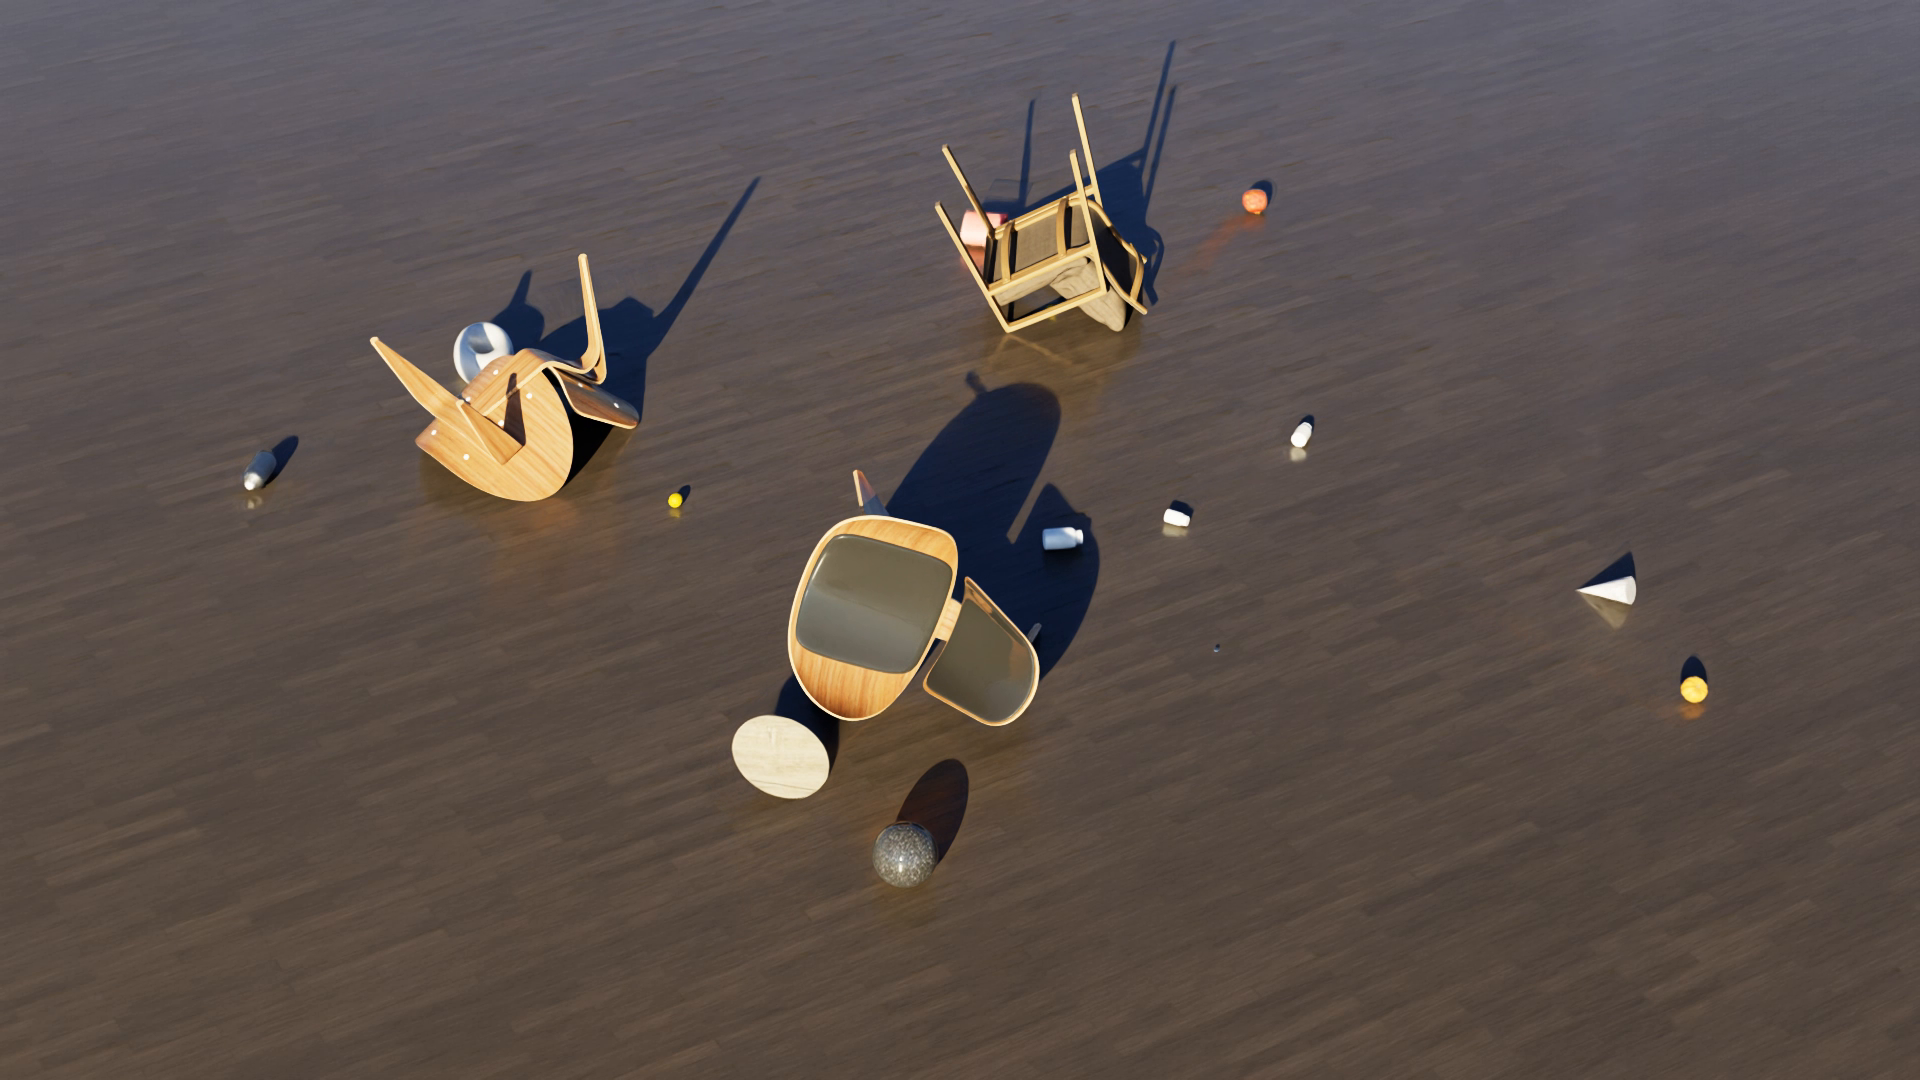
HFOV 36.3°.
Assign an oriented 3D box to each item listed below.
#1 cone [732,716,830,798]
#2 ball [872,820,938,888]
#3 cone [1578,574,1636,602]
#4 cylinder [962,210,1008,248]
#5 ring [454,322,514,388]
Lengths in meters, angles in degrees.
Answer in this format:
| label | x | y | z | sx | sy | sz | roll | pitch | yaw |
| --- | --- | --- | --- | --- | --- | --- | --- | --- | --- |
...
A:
| label | x | y | z | sx | sy | sz | roll | pitch | yaw |
| --- | --- | --- | --- | --- | --- | --- | --- | --- | --- |
| cone | -0.619 | 0.744 | 9.727 | 0.353 | 0.121 | 0.297 | 12 | 57 | -26 |
| ball | -0.173 | 0.991 | 9.248 | 0.212 | 0.212 | 0.212 | 0 | 33 | 0 |
| cone | 2.330 | 0.181 | 10.621 | 0.201 | 0.104 | 0.140 | -4 | 3 | 28 |
| cylinder | 0.109 | -1.368 | 12.908 | 0.181 | 0.113 | 0.167 | 6 | 57 | 9 |
| ring | -1.943 | -0.755 | 11.963 | 0.244 | 0.144 | 0.386 | -4 | 34 | -9 |
